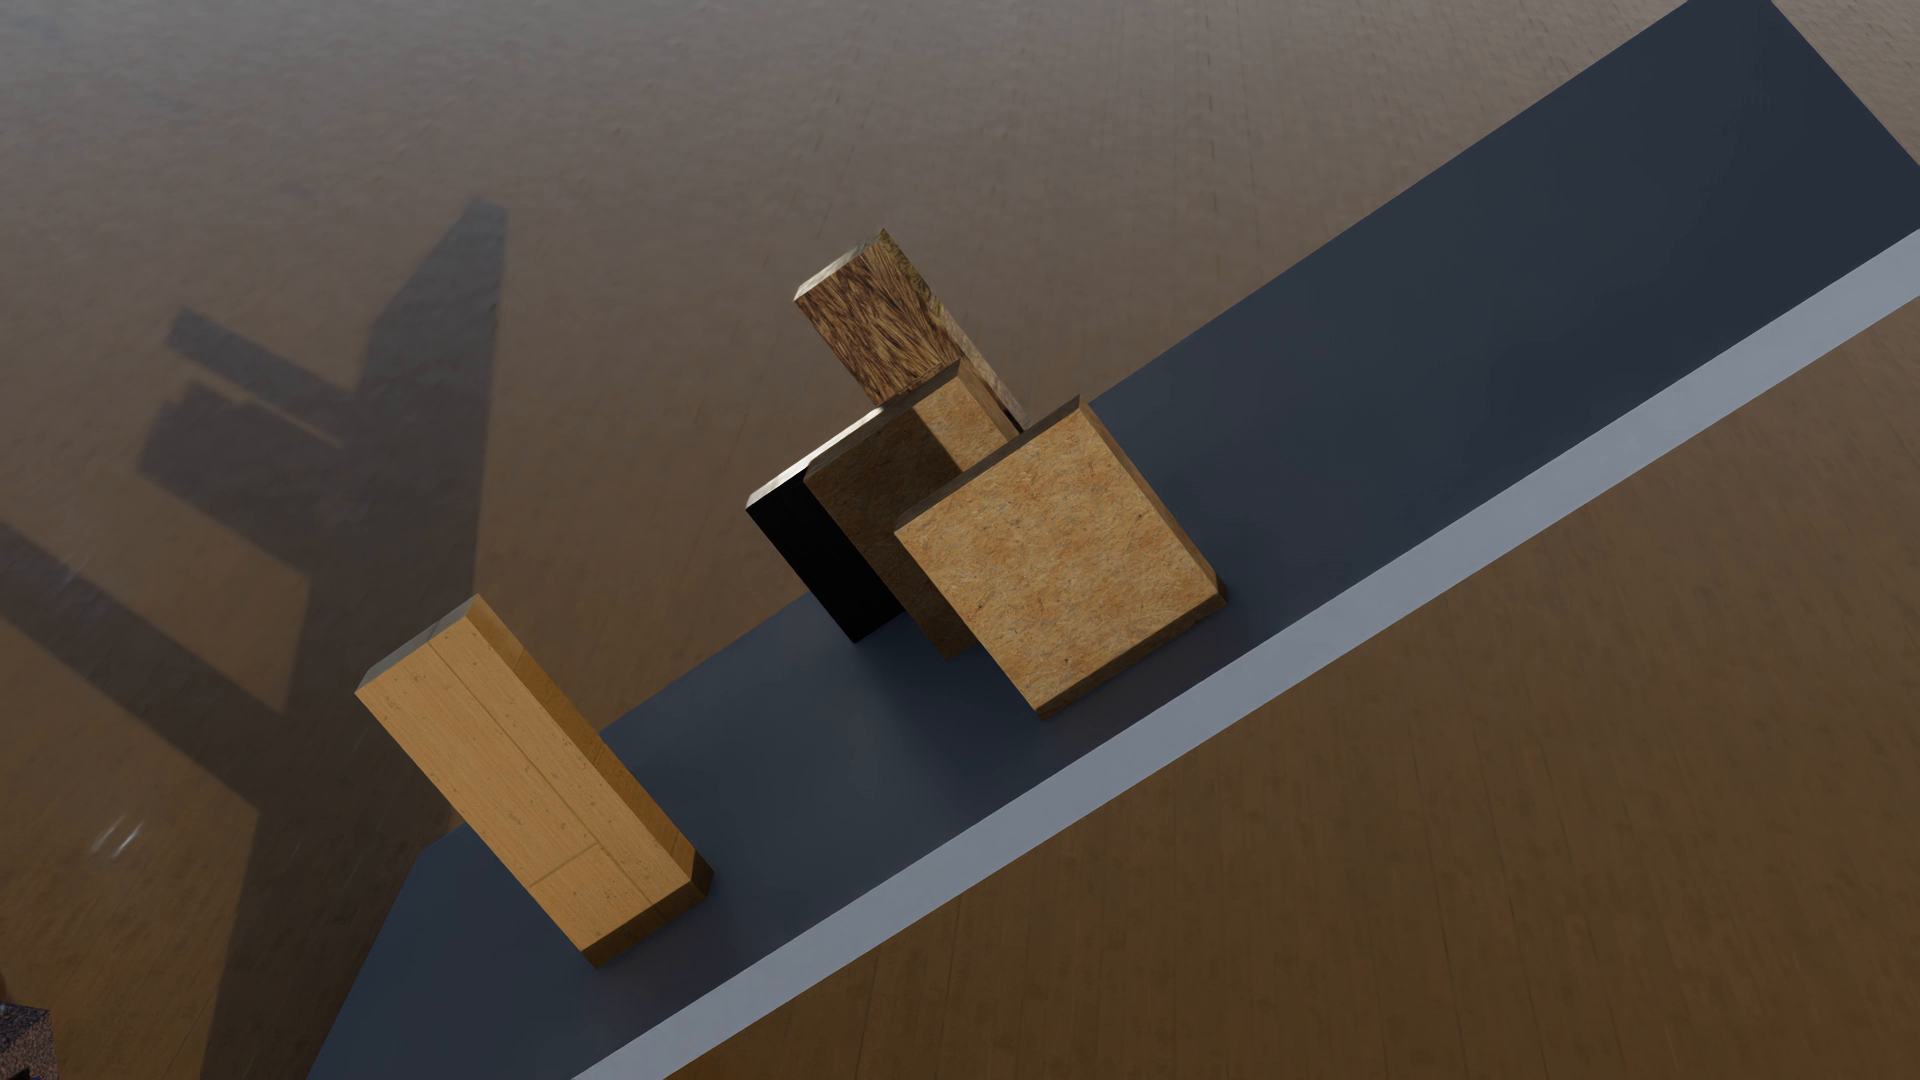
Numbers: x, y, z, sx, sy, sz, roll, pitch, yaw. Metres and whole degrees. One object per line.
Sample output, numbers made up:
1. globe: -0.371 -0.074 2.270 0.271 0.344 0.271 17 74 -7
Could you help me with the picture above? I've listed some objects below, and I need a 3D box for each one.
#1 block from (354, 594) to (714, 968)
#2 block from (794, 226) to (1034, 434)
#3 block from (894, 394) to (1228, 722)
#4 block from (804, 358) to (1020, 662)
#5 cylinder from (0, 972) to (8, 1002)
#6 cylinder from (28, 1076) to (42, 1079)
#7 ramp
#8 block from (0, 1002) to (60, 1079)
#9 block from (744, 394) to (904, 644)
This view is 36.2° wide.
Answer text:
1. block: -0.861 0.497 5.995 0.294 0.768 0.114 -34 16 16
2. block: -0.078 -0.381 6.907 0.247 0.682 0.117 -34 16 16
3. block: 0.190 0.037 5.506 0.424 0.473 0.081 -34 16 16
4. block: -0.013 -0.061 6.188 0.401 0.501 0.119 -34 16 16
5. cylinder: -2.417 1.105 7.092 0.166 0.166 0.166 6 23 14
6. cylinder: -2.136 1.301 6.640 0.144 0.144 0.144 -13 26 -29
7. ramp: 0.131 0.177 6.317 4.000 0.100 2.000 -34 16 16
8. block: -2.234 1.206 6.807 0.194 0.194 0.194 6 23 15
9. block: -0.193 -0.045 6.719 0.427 0.410 0.091 -34 16 16
